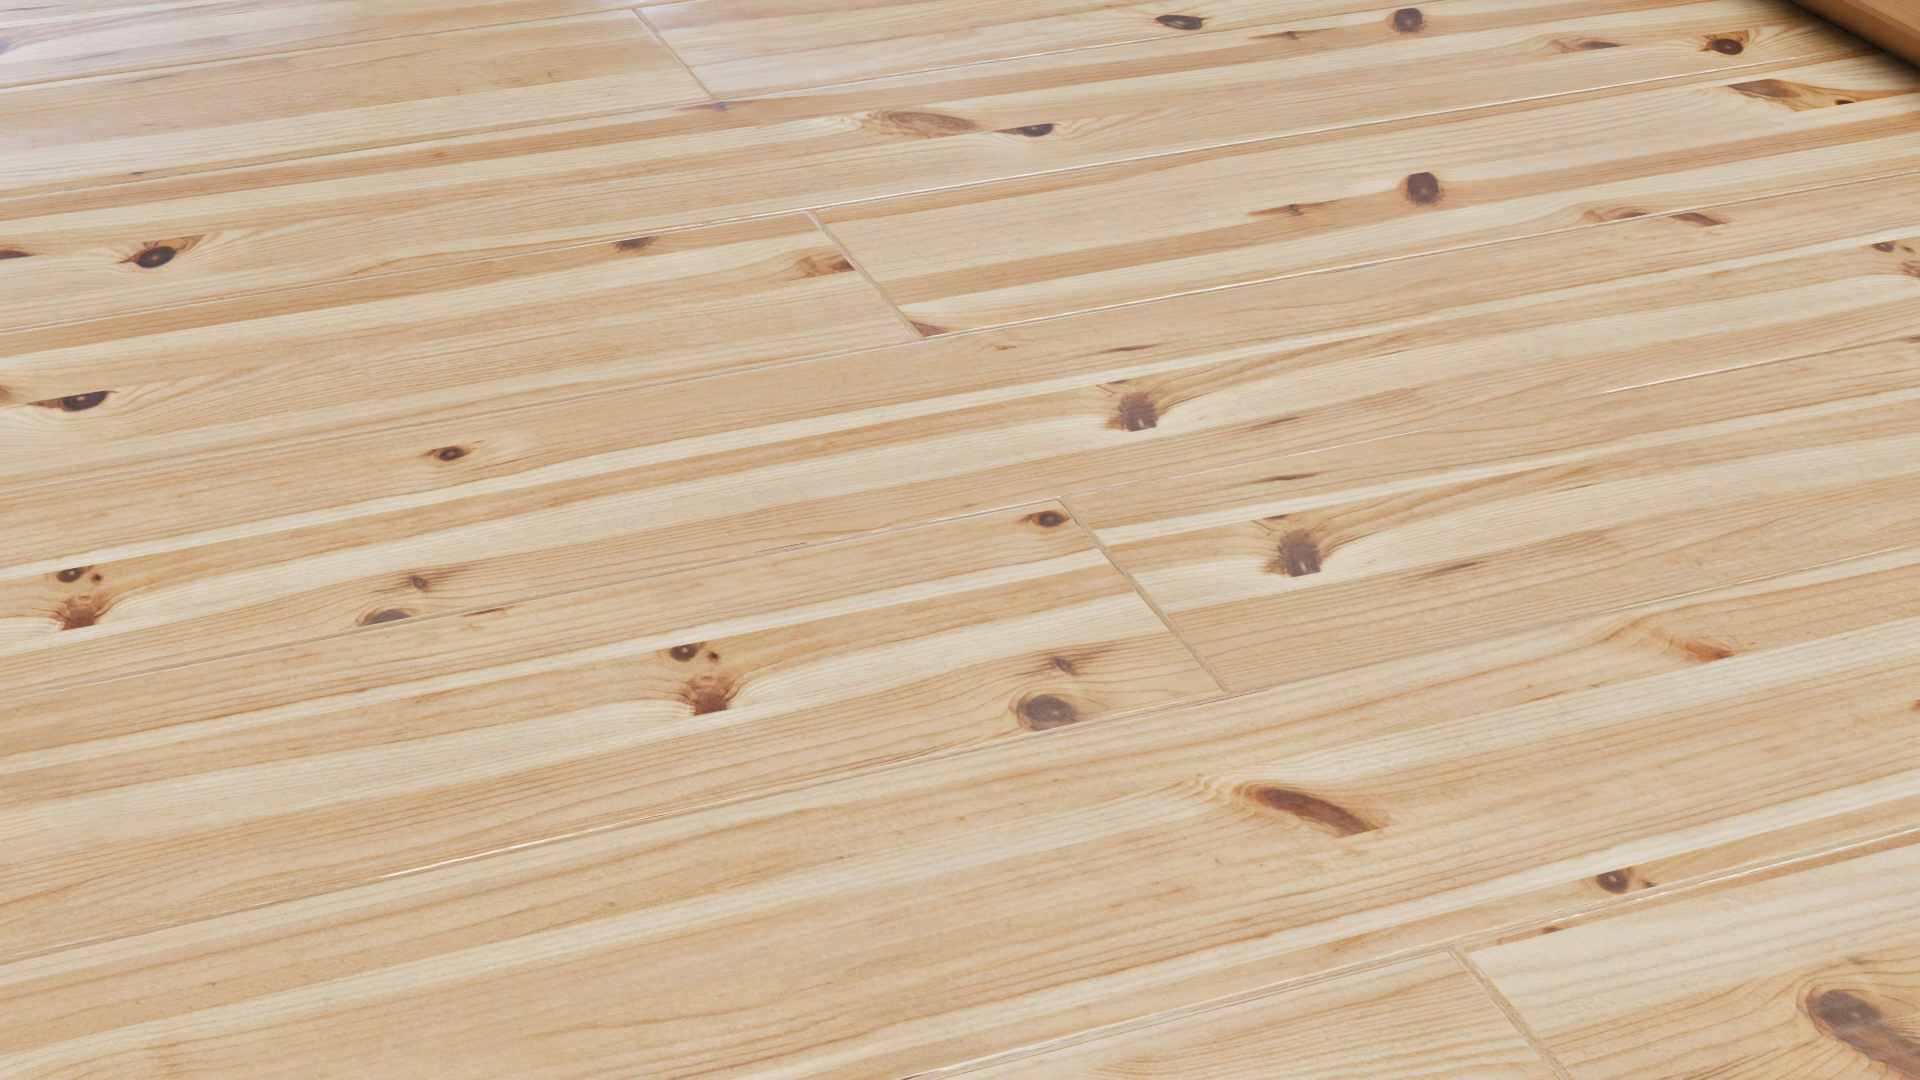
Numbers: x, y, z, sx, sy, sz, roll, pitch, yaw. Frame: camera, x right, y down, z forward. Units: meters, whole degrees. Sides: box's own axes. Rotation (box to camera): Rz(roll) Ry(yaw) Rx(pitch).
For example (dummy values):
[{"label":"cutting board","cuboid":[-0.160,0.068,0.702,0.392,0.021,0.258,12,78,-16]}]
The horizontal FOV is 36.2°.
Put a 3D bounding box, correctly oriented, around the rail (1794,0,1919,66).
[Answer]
[{"label":"rail","cuboid":[0.628,-0.684,2.936,0.045,0.099,4.096,-11,31,-18]}]
